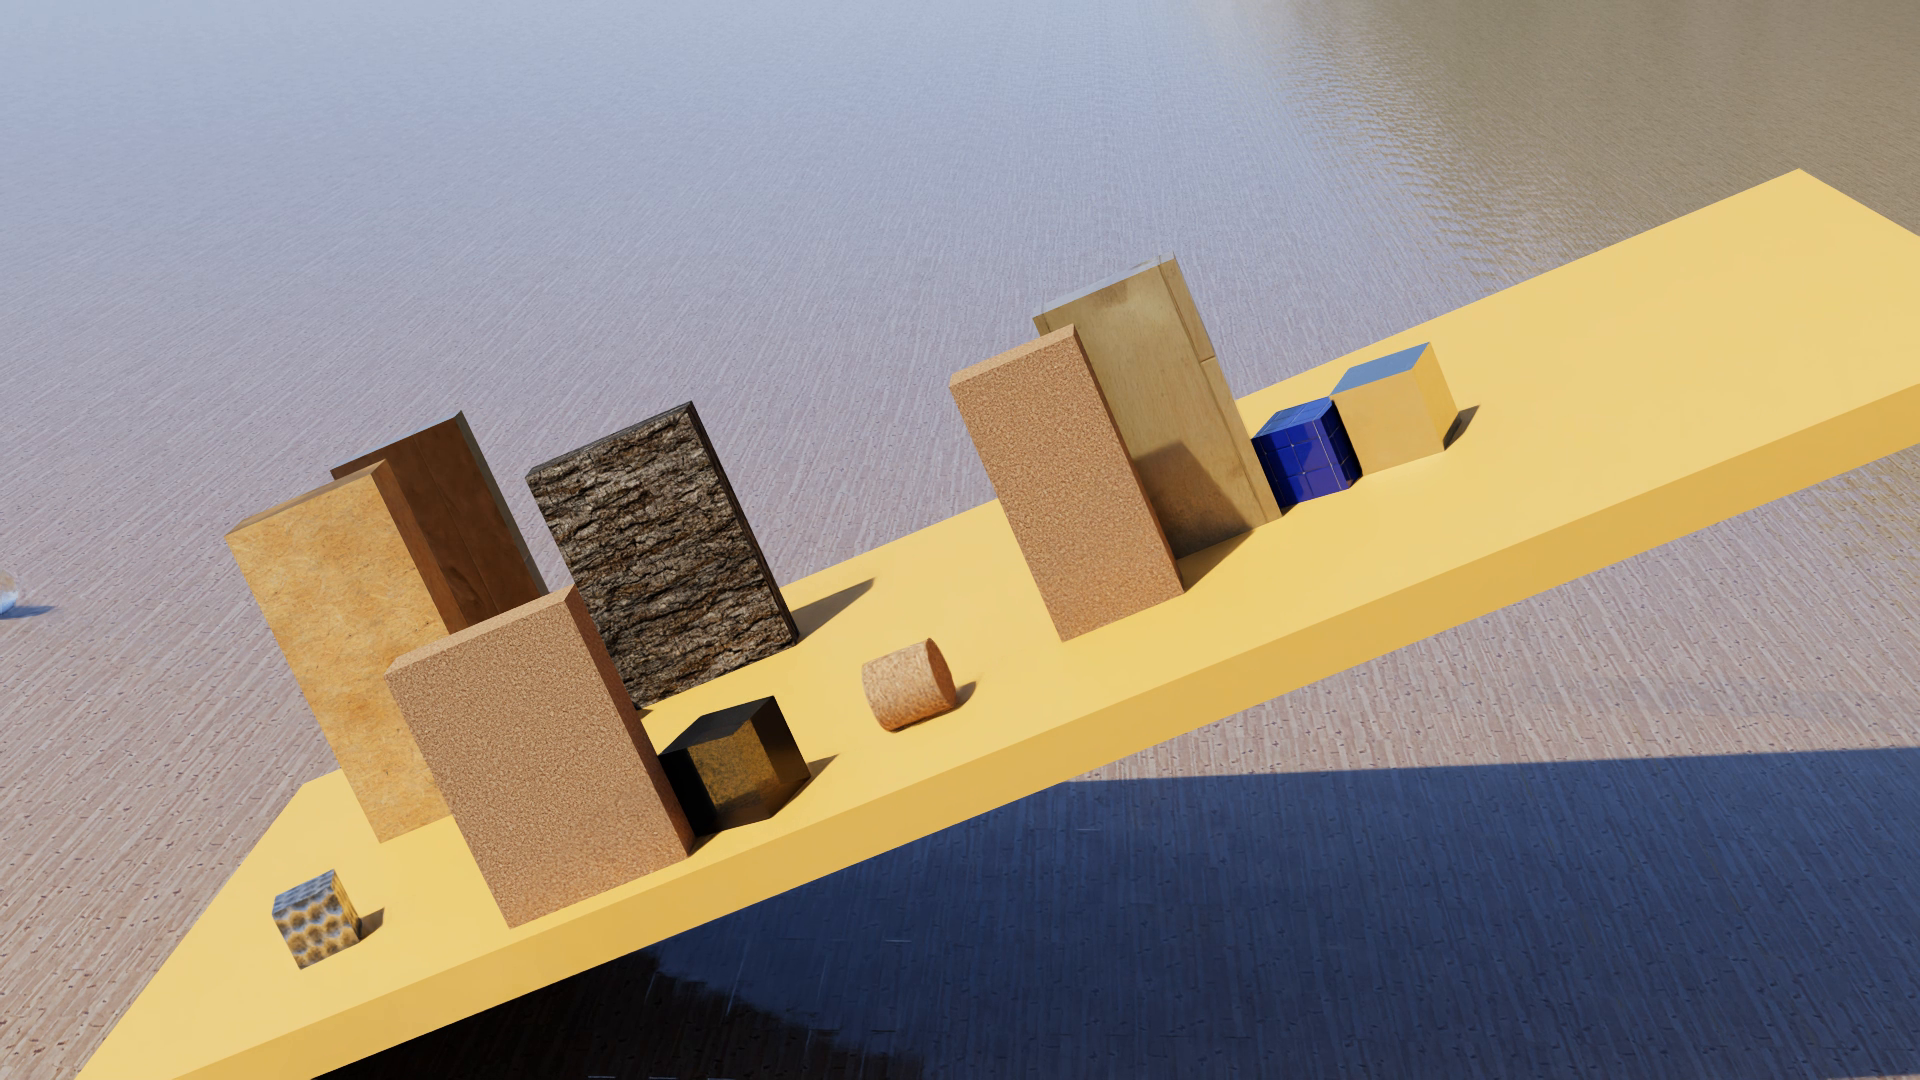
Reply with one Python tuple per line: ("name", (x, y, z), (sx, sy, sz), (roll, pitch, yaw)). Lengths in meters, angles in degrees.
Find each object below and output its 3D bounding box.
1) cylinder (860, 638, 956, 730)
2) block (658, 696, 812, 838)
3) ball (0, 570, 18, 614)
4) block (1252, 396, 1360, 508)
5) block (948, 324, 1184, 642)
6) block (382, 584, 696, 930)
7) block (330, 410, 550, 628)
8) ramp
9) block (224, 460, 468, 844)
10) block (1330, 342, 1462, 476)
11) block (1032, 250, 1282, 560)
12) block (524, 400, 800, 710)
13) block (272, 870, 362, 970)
("cylinder", (-0.100, 0.280, 5.703), (0.140, 0.140, 0.140), (-21, 11, 12))
("block", (-0.428, 0.431, 5.601), (0.178, 0.178, 0.178), (-17, 14, 30))
("ball", (-3.067, 0.166, 9.329), (0.151, 0.151, 0.151), (0, 15, 0))
("block", (0.726, -0.186, 6.060), (0.159, 0.159, 0.159), (-16, 15, 31))
("block", (0.212, -0.111, 5.773), (0.260, 0.559, 0.125), (-22, 13, 8))
("block", (-0.783, 0.407, 5.508), (0.373, 0.543, 0.116), (-22, 13, 8))
("block", (-1.206, 0.090, 7.134), (0.334, 0.741, 0.084), (-22, 13, 8))
("ramp", (0.130, 0.171, 6.286), (4.000, 0.100, 2.000), (-22, 13, 8))
("block", (-1.285, 0.250, 6.548), (0.360, 0.772, 0.146), (-22, 13, 8))
("block", (0.895, -0.269, 6.035), (0.183, 0.183, 0.183), (-18, 14, 27))
("block", (0.403, -0.259, 5.991), (0.307, 0.577, 0.107), (-22, 13, 8))
("block", (-0.675, 0.038, 6.705), (0.402, 0.598, 0.101), (-22, 13, 8))
("block", (-1.297, 0.765, 5.936), (0.130, 0.130, 0.130), (-25, 13, -4))
